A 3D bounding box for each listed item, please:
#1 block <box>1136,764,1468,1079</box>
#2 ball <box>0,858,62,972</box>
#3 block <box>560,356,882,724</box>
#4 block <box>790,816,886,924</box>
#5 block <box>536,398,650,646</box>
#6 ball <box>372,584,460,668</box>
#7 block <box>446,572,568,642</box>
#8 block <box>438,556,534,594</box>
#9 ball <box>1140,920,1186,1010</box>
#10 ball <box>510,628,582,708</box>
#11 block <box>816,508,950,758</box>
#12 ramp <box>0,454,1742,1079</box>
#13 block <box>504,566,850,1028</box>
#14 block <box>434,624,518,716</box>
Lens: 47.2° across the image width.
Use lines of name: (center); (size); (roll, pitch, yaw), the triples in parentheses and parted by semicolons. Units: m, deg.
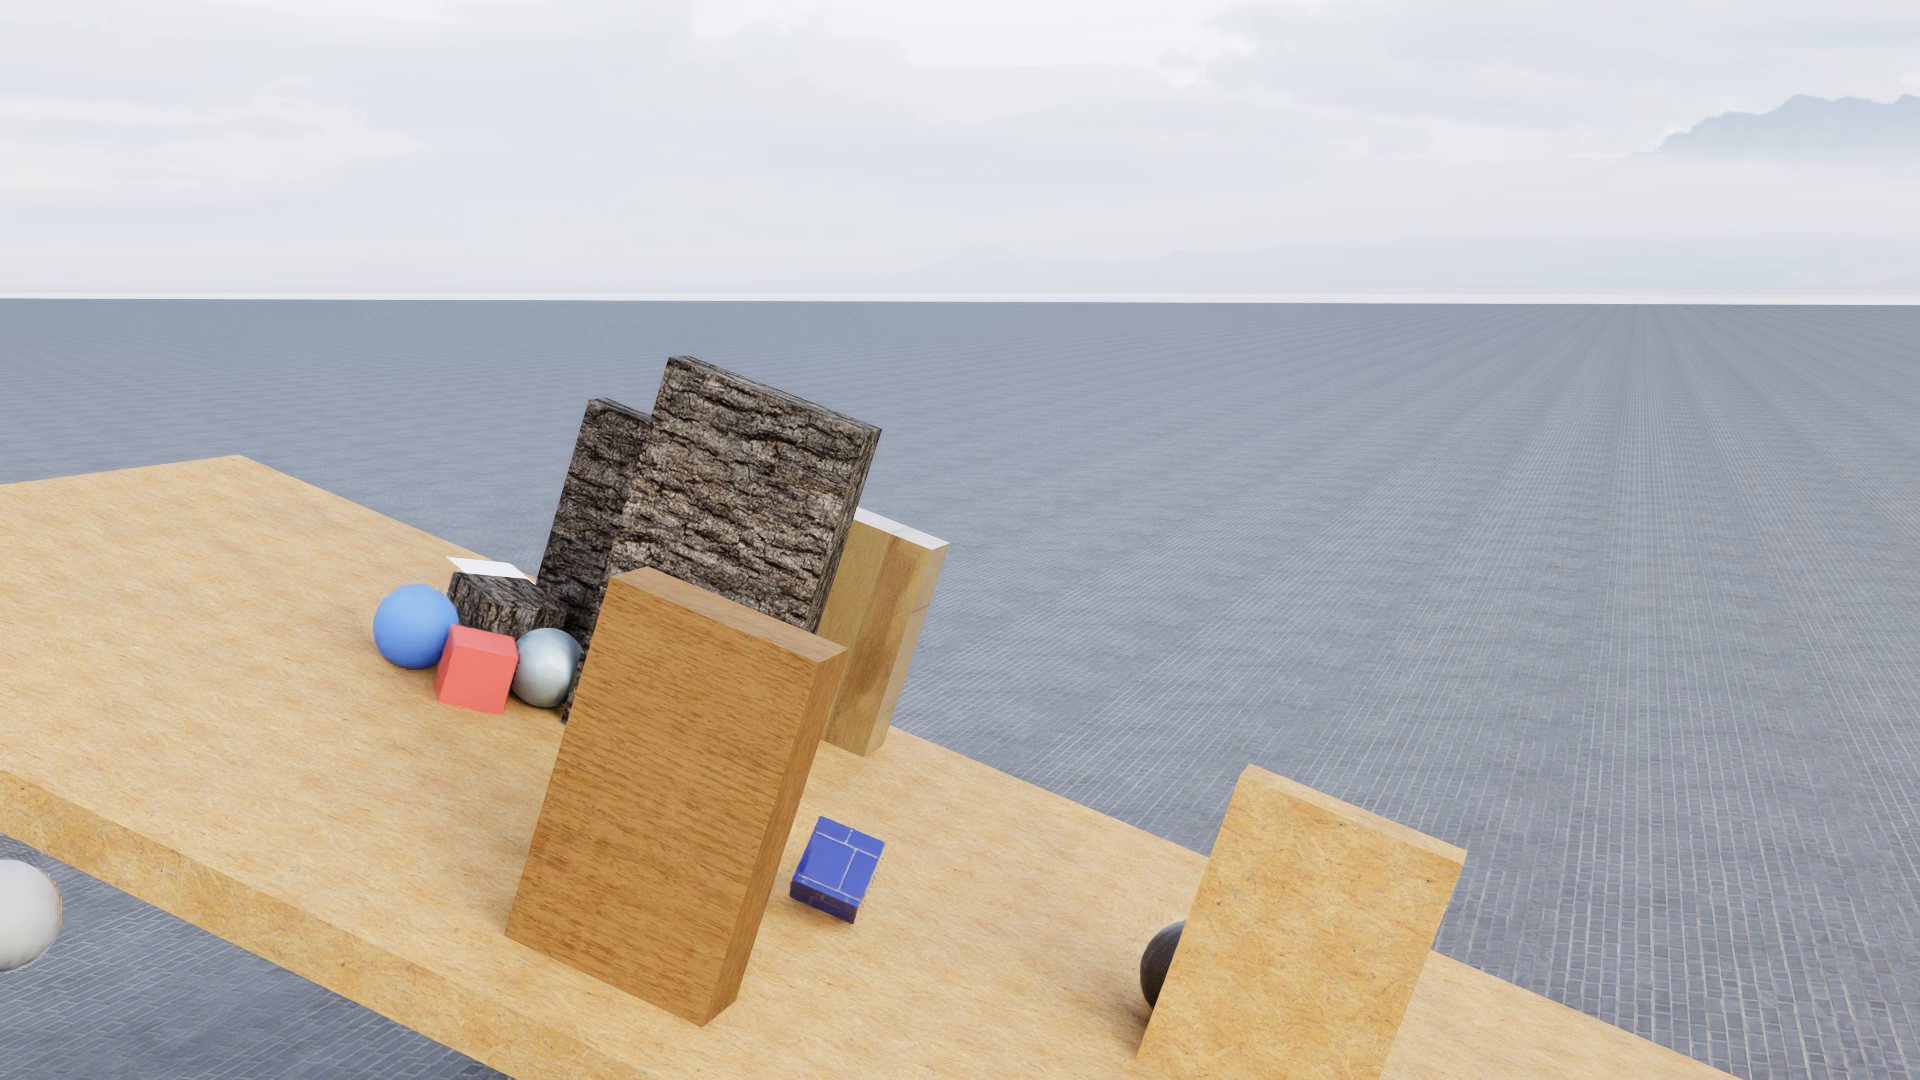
block: (0.578, 0.711, 3.749); (0.391, 0.544, 0.094); (21, 12, 14)
ball: (-1.442, 0.564, 3.306); (0.168, 0.168, 0.168); (0, 7, 0)
block: (-0.486, 0.078, 4.414); (0.434, 0.791, 0.097); (21, 12, 14)
block: (-0.221, 0.594, 3.957); (0.128, 0.128, 0.128); (22, -24, 3)
block: (-0.747, 0.025, 4.715); (0.260, 0.604, 0.082); (21, 12, 14)
ball: (-1.119, 0.177, 4.523); (0.173, 0.173, 0.173); (0, 7, 0)
block: (-0.975, 0.192, 4.650); (0.181, 0.181, 0.181); (7, 16, -42)
block: (-1.040, 0.146, 4.812); (0.159, 0.159, 0.159); (7, 16, -42)
ball: (0.426, 0.791, 4.001); (0.199, 0.199, 0.199); (0, 7, 0)
ball: (-0.855, 0.264, 4.545); (0.165, 0.165, 0.165); (0, 7, 0)
block: (-0.231, 0.202, 4.942); (0.247, 0.499, 0.132); (21, 12, 14)
ramp: (-0.347, 0.647, 4.220); (4.000, 0.100, 2.000); (21, 12, 14)
block: (-0.448, 0.399, 3.451); (0.360, 0.616, 0.132); (21, 12, 14)
block: (-0.980, 0.263, 4.451); (0.128, 0.128, 0.128); (14, 13, -20)
